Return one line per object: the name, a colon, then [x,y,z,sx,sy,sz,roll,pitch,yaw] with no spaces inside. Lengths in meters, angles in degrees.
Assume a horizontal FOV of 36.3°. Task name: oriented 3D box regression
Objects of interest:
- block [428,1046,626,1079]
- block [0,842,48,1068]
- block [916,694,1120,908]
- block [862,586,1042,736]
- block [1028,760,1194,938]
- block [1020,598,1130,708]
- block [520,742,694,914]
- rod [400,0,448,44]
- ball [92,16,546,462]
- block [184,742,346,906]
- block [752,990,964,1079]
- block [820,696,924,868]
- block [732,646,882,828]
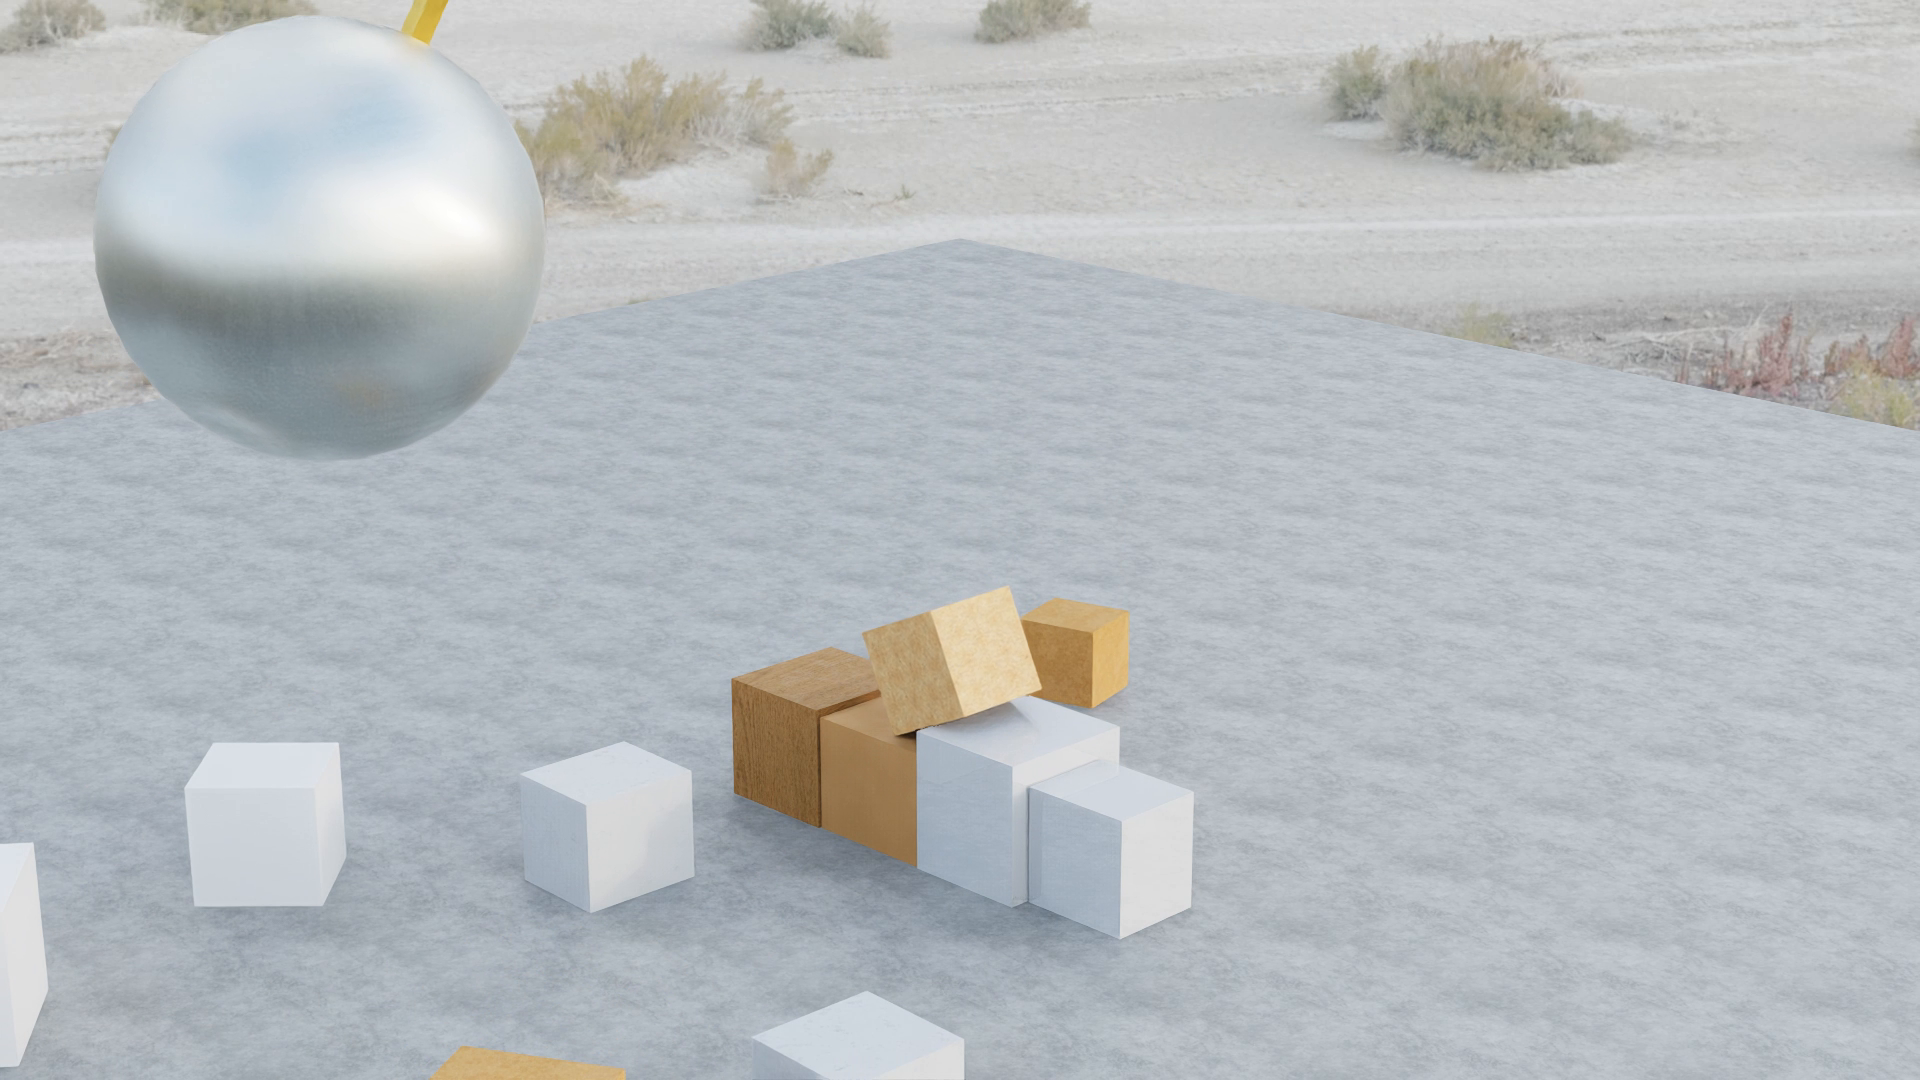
block: [-1.570,2.246,10.065,0.623,0.679,0.737,5,18,16]
block: [-4.132,1.686,11.864,0.687,0.669,0.693,-2,18,-7]
block: [0.266,1.183,13.453,0.701,0.677,0.609,-17,24,-42]
block: [-0.039,0.559,13.573,0.513,0.502,0.501,-17,-1,-43]
block: [0.671,1.369,13.061,0.475,0.557,0.551,-17,24,-42]
block: [0.608,0.602,15.722,0.453,0.424,0.414,10,20,29]
block: [-1.603,1.299,13.344,0.588,0.520,0.503,-16,23,-41]
rod: [-0.997,-4.200,10.977,0.080,5.200,0.080,17,-9,42]
ball: [-2.300,-1.083,10.591,1.600,1.600,1.600,0,17,0]
block: [-3.142,1.286,13.303,0.574,0.570,0.549,0,17,0]
block: [-0.381,2.074,10.971,0.570,0.465,0.550,-15,23,-40]
block: [-0.201,1.105,13.889,0.641,0.563,0.654,-17,24,-42]
block: [-0.659,0.953,14.316,0.656,0.598,0.615,-17,24,-42]
